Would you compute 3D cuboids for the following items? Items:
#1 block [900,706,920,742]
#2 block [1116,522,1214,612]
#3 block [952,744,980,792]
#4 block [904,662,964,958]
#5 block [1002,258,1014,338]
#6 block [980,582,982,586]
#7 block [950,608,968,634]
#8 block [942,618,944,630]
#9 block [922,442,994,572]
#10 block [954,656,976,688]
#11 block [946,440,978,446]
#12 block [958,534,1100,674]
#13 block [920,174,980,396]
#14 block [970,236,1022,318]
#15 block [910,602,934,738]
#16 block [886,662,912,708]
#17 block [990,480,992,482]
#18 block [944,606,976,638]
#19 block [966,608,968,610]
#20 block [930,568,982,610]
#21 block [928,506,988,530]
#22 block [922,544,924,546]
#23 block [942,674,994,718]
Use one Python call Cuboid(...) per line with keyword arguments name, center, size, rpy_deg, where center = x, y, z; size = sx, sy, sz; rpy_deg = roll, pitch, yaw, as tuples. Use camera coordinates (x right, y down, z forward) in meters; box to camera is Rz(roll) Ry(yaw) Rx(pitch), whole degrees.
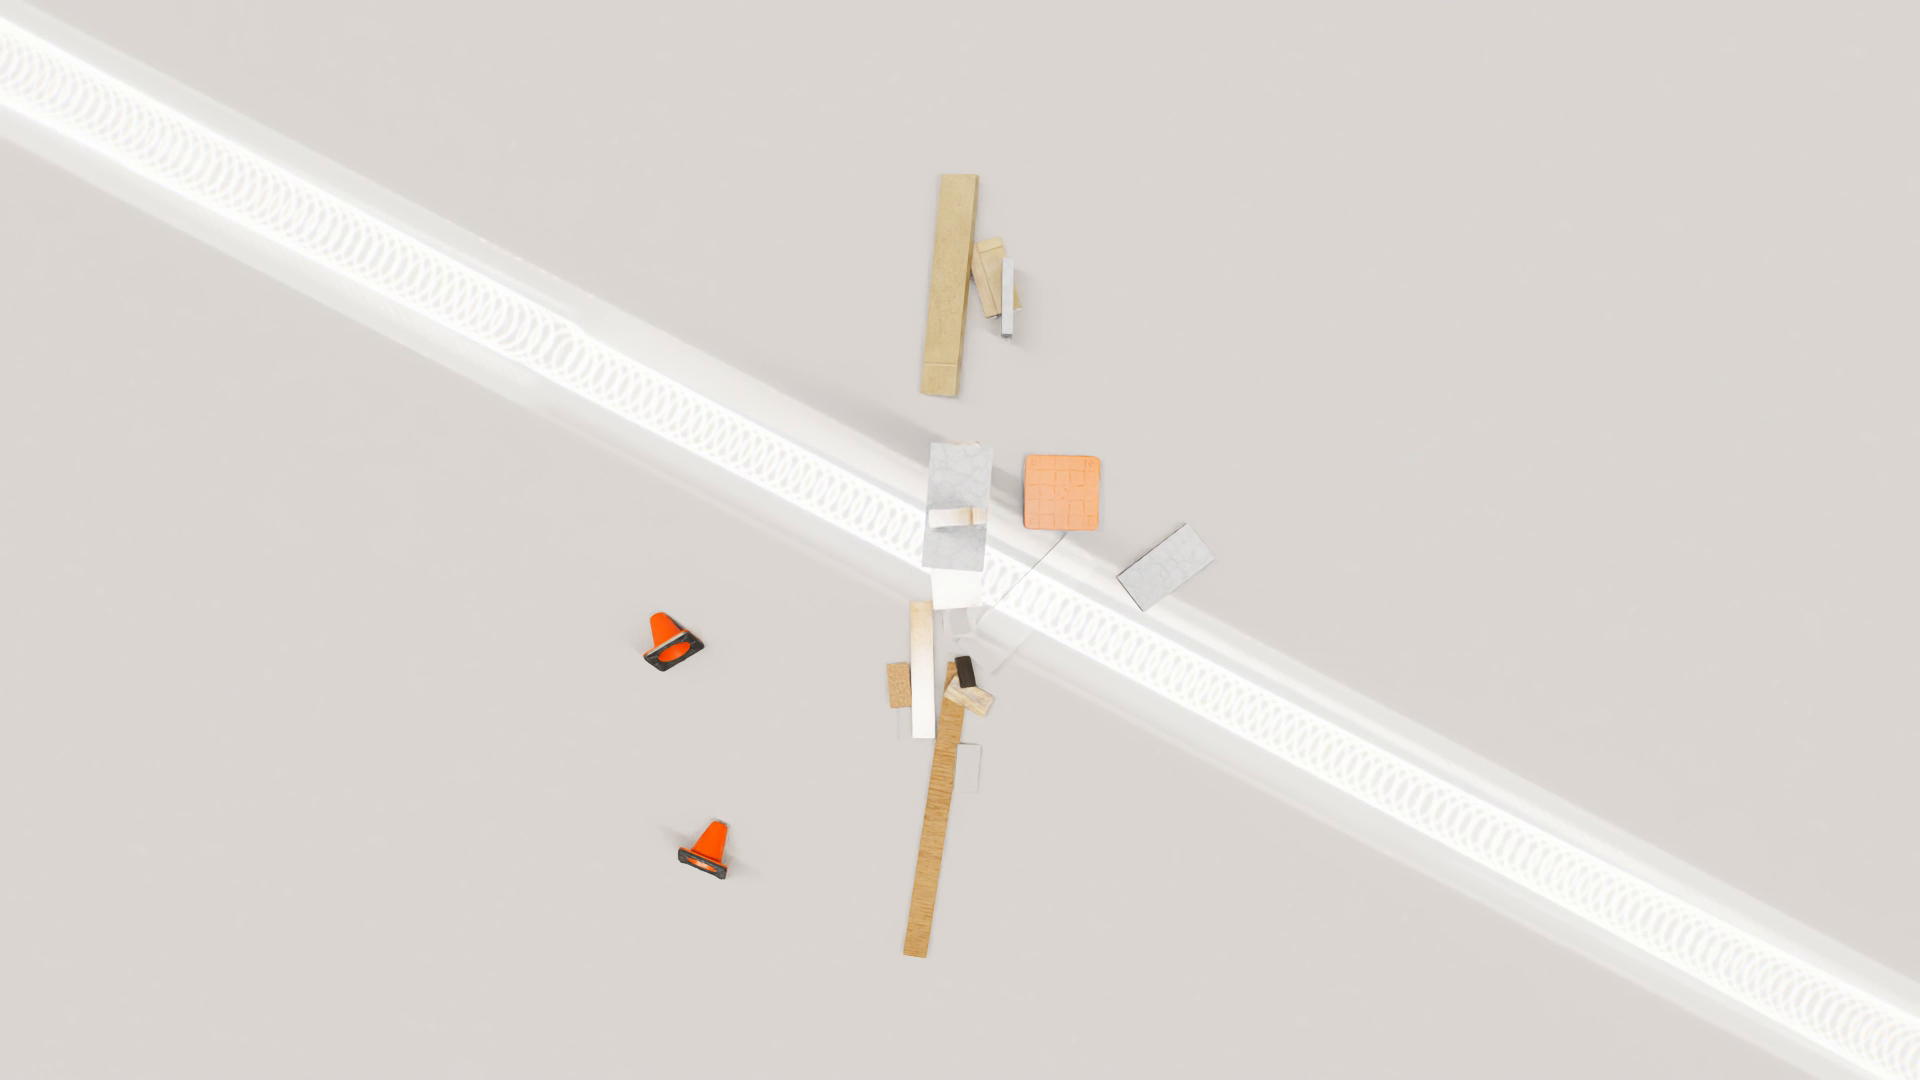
Cuboid(name="block", center=(-0.165, 0.599, 5.490), size=(0.072, 0.020, 0.144), rpy_deg=(1, 90, 0))
Cuboid(name="block", center=(0.682, 0.092, 5.479), size=(0.295, 0.042, 0.148), rpy_deg=(-38, 90, 0))
Cuboid(name="block", center=(0.022, 0.757, 5.477), size=(0.078, 0.022, 0.157), rpy_deg=(4, 91, -16))
Cuboid(name="block", center=(-0.076, 0.897, 5.489), size=(0.078, 0.022, 0.985), rpy_deg=(9, 90, 0))
Cuboid(name="block", center=(0.155, -0.791, 5.404), size=(0.035, 0.123, 0.246), rpy_deg=(1, 90, 0))
Cuboid(name="block", center=(-0.009, 0.145, 5.070), size=(0.143, 0.386, 0.041), rpy_deg=(-1, 90, 0))
Cuboid(name="block", center=(-0.003, 0.251, 5.230), size=(0.052, 0.015, 0.104), rpy_deg=(-4, 120, 0))
Cuboid(name="block", center=(-0.004, 0.272, 5.396), size=(0.104, 0.208, 0.029), rpy_deg=(-5, 90, 0))
Cuboid(name="block", center=(-0.007, -0.088, 4.475), size=(0.169, 0.048, 0.338), rpy_deg=(5, 90, 0))
Cuboid(name="block", center=(0.018, 0.437, 5.454), size=(0.052, 0.015, 0.104), rpy_deg=(-5, 74, -28))
Cuboid(name="block", center=(0.006, -0.198, 4.950), size=(0.099, 0.028, 0.199), rpy_deg=(0, 90, 0))
Cuboid(name="block", center=(0.227, 0.212, 5.479), size=(0.516, 0.042, 0.148), rpy_deg=(-45, 90, 0))
Cuboid(name="block", center=(-0.033, -0.844, 5.461), size=(0.123, 0.035, 0.731), rpy_deg=(6, 90, 22))
Cuboid(name="block", center=(0.110, -0.872, 5.483), size=(0.123, 0.035, 0.246), rpy_deg=(-17, 90, 0))
Cuboid(name="block", center=(-0.124, 0.430, 5.476), size=(0.072, 0.020, 0.451), rpy_deg=(-1, 86, 0))
Cuboid(name="block", center=(-0.201, 0.483, 5.477), size=(0.072, 0.020, 0.144), rpy_deg=(-6, 80, 0))
Cuboid(name="block", center=(0.003, -0.187, 4.717), size=(0.169, 0.437, 0.048), rpy_deg=(2, 90, 0))
Cuboid(name="block", center=(-0.002, 0.208, 5.277), size=(0.104, 0.029, 0.208), rpy_deg=(0, 90, 0))
Cuboid(name="block", center=(0.000, 0.193, 5.212), size=(0.052, 0.104, 0.015), rpy_deg=(-1, 66, 0))
Cuboid(name="block", center=(-0.016, 0.056, 4.856), size=(0.143, 0.041, 0.286), rpy_deg=(-4, 90, 0))
Cuboid(name="block", center=(-0.004, -0.056, 4.303), size=(0.148, 0.295, 0.042), rpy_deg=(-4, 89, 0))
Cuboid(name="block", center=(-0.018, 0.038, 4.667), size=(0.169, 0.338, 0.048), rpy_deg=(2, 90, 0))
Cuboid(name="block", center=(0.028, 0.518, 5.468), size=(0.157, 0.022, 0.078), rpy_deg=(30, 85, -13))
